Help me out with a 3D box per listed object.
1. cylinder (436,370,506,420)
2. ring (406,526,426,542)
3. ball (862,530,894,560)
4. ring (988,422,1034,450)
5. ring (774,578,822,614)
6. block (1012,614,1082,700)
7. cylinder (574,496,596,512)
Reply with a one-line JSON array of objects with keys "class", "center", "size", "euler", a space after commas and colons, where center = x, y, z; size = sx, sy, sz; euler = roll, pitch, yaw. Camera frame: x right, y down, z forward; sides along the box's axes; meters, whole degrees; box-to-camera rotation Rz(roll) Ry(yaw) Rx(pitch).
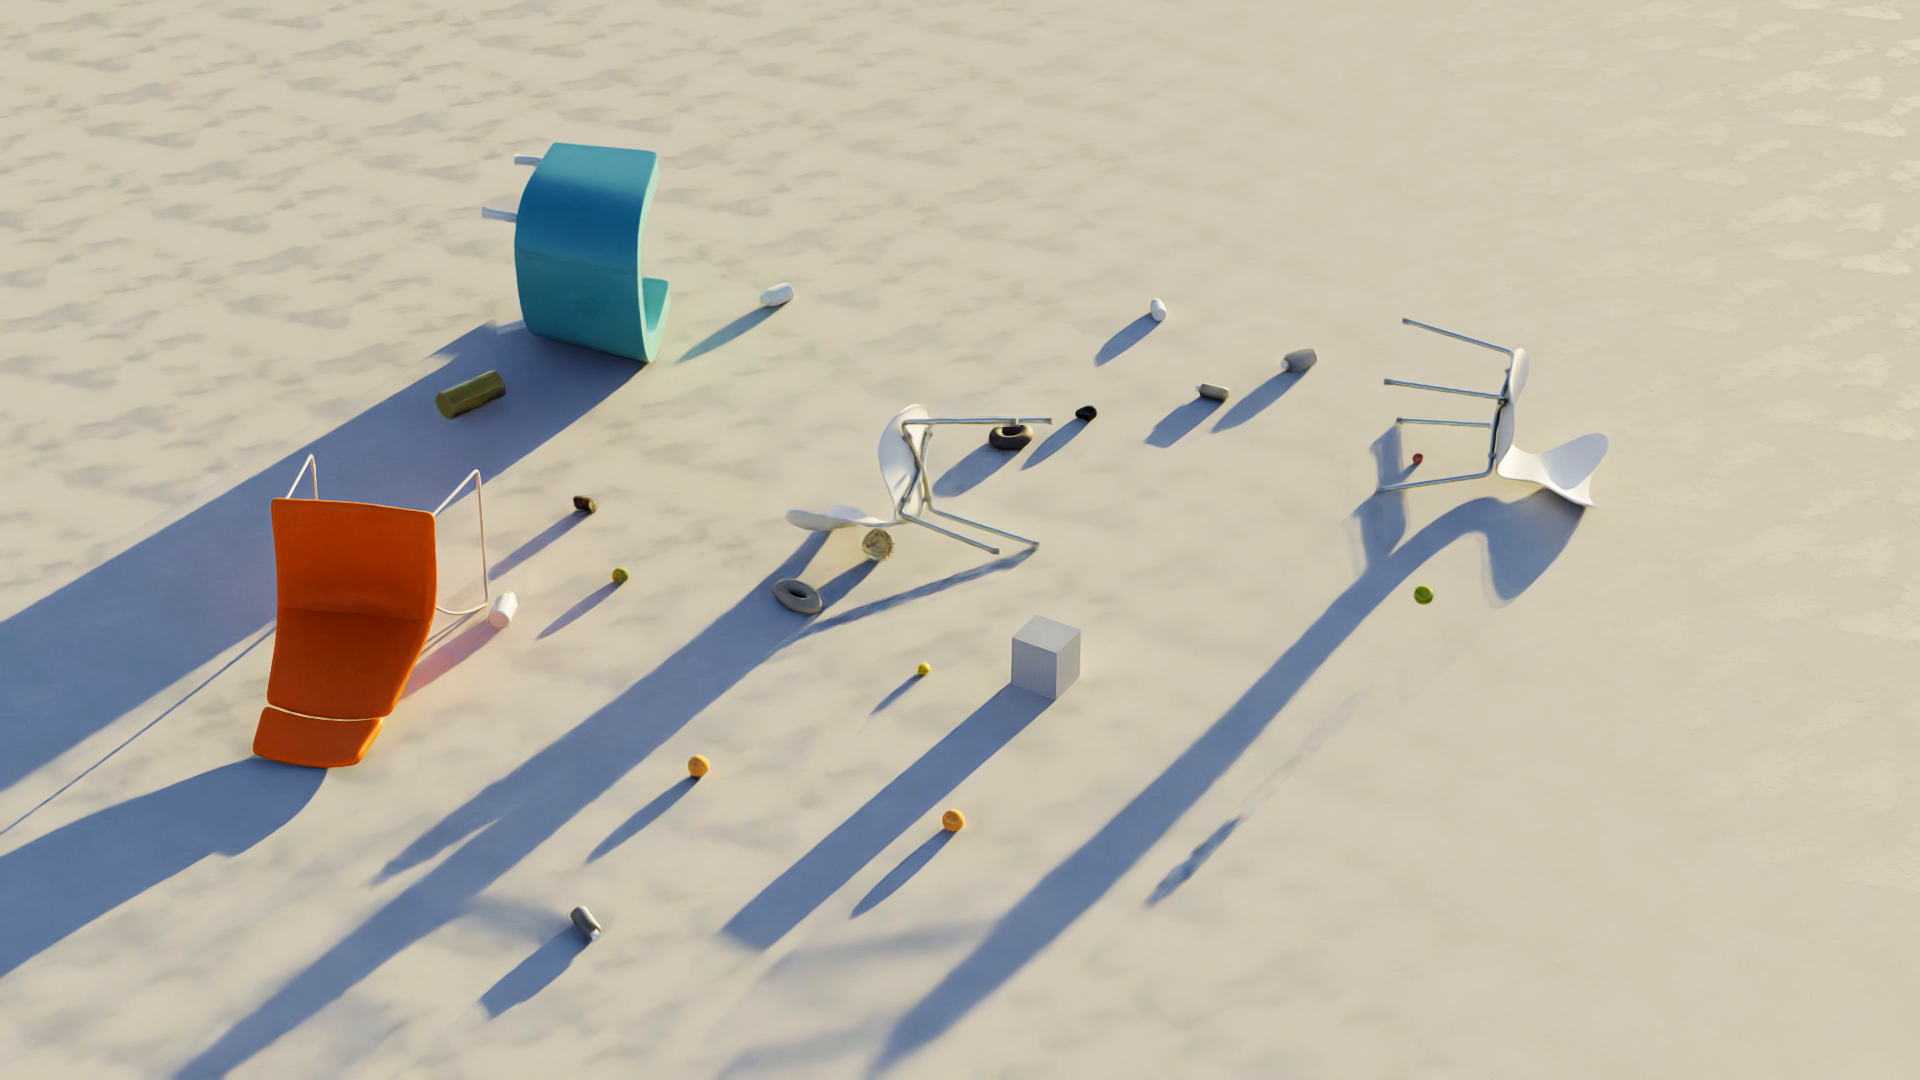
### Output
[{"class": "cylinder", "center": [-1.955, -0.580, 11.722], "size": [0.256, 0.113, 0.116], "euler": [-29, 29, -36]}, {"class": "ring", "center": [-2.035, -0.025, 10.962], "size": [0.060, 0.022, 0.106], "euler": [16, 37, 21]}, {"class": "ball", "center": [-0.304, 0.018, 10.812], "size": [0.116, 0.116, 0.116], "euler": [0, 33, 0]}, {"class": "ring", "center": [0.201, -0.409, 11.516], "size": [0.184, 0.055, 0.155], "euler": [-20, 37, -26]}, {"class": "ring", "center": [-0.587, 0.202, 10.591], "size": [0.131, 0.052, 0.226], "euler": [-25, 42, -35]}, {"class": "block", "center": [0.298, 0.406, 10.148], "size": [0.180, 0.199, 0.165], "euler": [19, 38, 26]}, {"class": "cylinder", "center": [-1.417, -0.136, 11.087], "size": [0.066, 0.081, 0.042], "euler": [13, 72, 19]}]
